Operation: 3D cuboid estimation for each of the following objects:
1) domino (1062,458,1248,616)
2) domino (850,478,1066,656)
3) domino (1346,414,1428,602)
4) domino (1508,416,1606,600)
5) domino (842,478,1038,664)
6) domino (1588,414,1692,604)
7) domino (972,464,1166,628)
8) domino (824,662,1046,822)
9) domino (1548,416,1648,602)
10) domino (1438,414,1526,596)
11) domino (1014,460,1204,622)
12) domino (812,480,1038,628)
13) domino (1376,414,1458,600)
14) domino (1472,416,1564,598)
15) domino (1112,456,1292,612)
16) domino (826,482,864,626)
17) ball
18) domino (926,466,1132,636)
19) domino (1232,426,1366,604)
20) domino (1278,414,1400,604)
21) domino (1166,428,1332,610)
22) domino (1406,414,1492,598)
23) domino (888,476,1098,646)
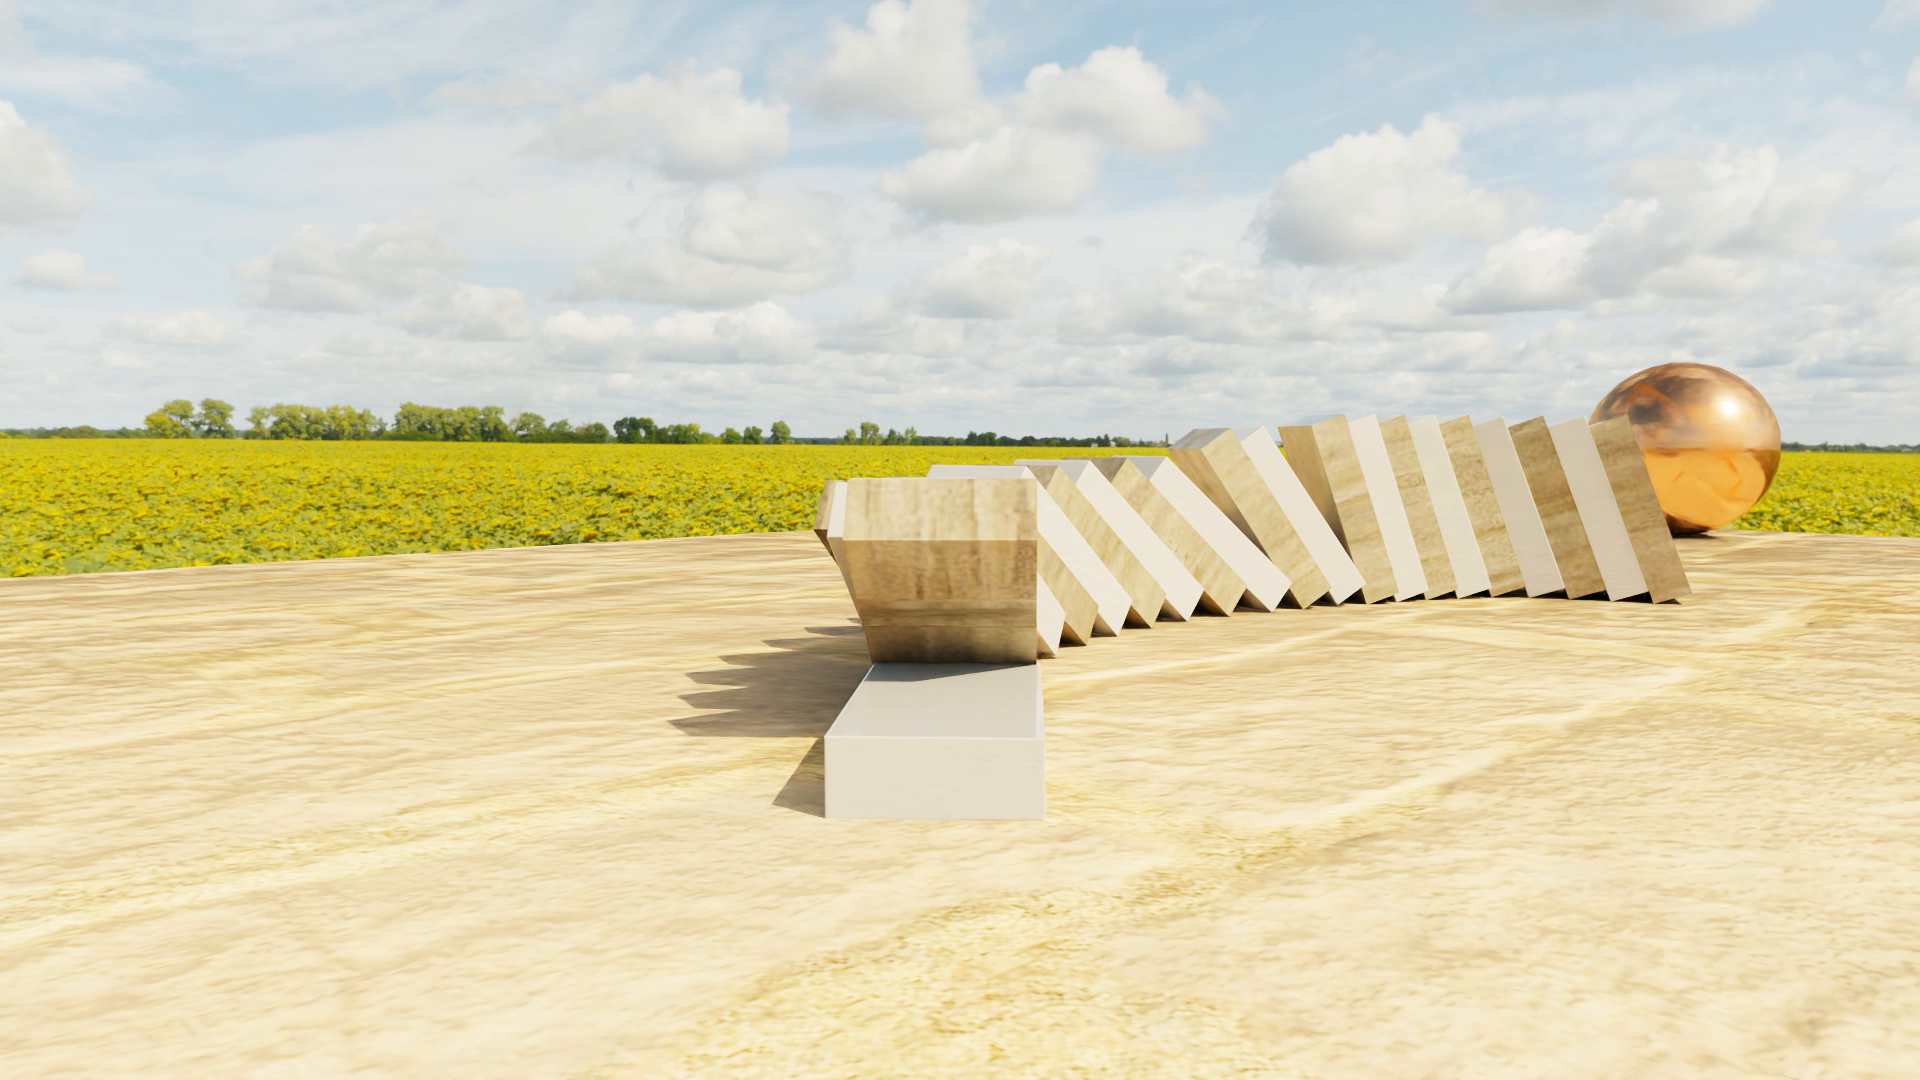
[{"bbox_3d":[0.046,-0.001,0.316,0.050,0.010,0.025,43,-18,-27],"label":"domino"},{"bbox_3d":[0.000,0.006,0.243,0.025,0.010,0.050,1,-30,27],"label":"domino"},{"bbox_3d":[0.112,-0.009,0.355,0.010,0.050,0.025,-19,6,-4],"label":"domino"},{"bbox_3d":[0.168,-0.010,0.362,0.010,0.050,0.025,-20,-4,22],"label":"domino"},{"bbox_3d":[-0.001,0.009,0.188,0.025,0.010,0.050,0,-31,3],"label":"domino"},{"bbox_3d":[0.186,-0.009,0.353,0.009,0.050,0.025,-20,-4,22],"label":"domino"},{"bbox_3d":[0.024,0.002,0.291,0.025,0.010,0.050,4,-32,44],"label":"domino"},{"bbox_3d":[-0.002,0.025,0.170,0.025,0.010,0.050,0,4,3],"label":"domino"},{"bbox_3d":[0.177,-0.009,0.357,0.010,0.050,0.025,-20,-4,22],"label":"domino"},{"bbox_3d":[0.145,-0.010,0.366,0.010,0.050,0.025,-19,2,6],"label":"domino"},{"bbox_3d":[0.034,0.000,0.305,0.025,0.009,0.050,5,-32,51],"label":"domino"},{"bbox_3d":[-0.005,0.007,0.226,0.025,0.010,0.050,1,-31,18],"label":"domino"},{"bbox_3d":[0.123,-0.010,0.360,0.010,0.050,0.025,-19,5,-2],"label":"domino"},{"bbox_3d":[0.158,-0.010,0.365,0.009,0.050,0.025,-20,-4,22],"label":"domino"},{"bbox_3d":[0.059,-0.002,0.327,0.050,0.009,0.025,42,-13,-21],"label":"domino"},{"bbox_3d":[-0.003,0.009,0.207,0.025,0.010,0.050,1,-31,9],"label":"domino"},{"bbox_3d":[0.331,-0.042,0.591,0.080,0.080,0.080,0,4,0],"label":"ball"},{"bbox_3d":[0.015,0.003,0.277,0.025,0.010,0.050,4,-32,40],"label":"domino"},{"bbox_3d":[0.086,-0.007,0.344,0.010,0.050,0.025,-35,7,-5],"label":"domino"},{"bbox_3d":[0.103,-0.009,0.350,0.010,0.050,0.025,-19,6,-5],"label":"domino"},{"bbox_3d":[0.076,-0.006,0.338,0.010,0.050,0.025,-36,10,-6],"label":"domino"},{"bbox_3d":[0.134,-0.010,0.363,0.010,0.050,0.025,-19,3,6],"label":"domino"},{"bbox_3d":[0.006,0.005,0.261,0.025,0.010,0.050,3,-29,34],"label":"domino"}]
